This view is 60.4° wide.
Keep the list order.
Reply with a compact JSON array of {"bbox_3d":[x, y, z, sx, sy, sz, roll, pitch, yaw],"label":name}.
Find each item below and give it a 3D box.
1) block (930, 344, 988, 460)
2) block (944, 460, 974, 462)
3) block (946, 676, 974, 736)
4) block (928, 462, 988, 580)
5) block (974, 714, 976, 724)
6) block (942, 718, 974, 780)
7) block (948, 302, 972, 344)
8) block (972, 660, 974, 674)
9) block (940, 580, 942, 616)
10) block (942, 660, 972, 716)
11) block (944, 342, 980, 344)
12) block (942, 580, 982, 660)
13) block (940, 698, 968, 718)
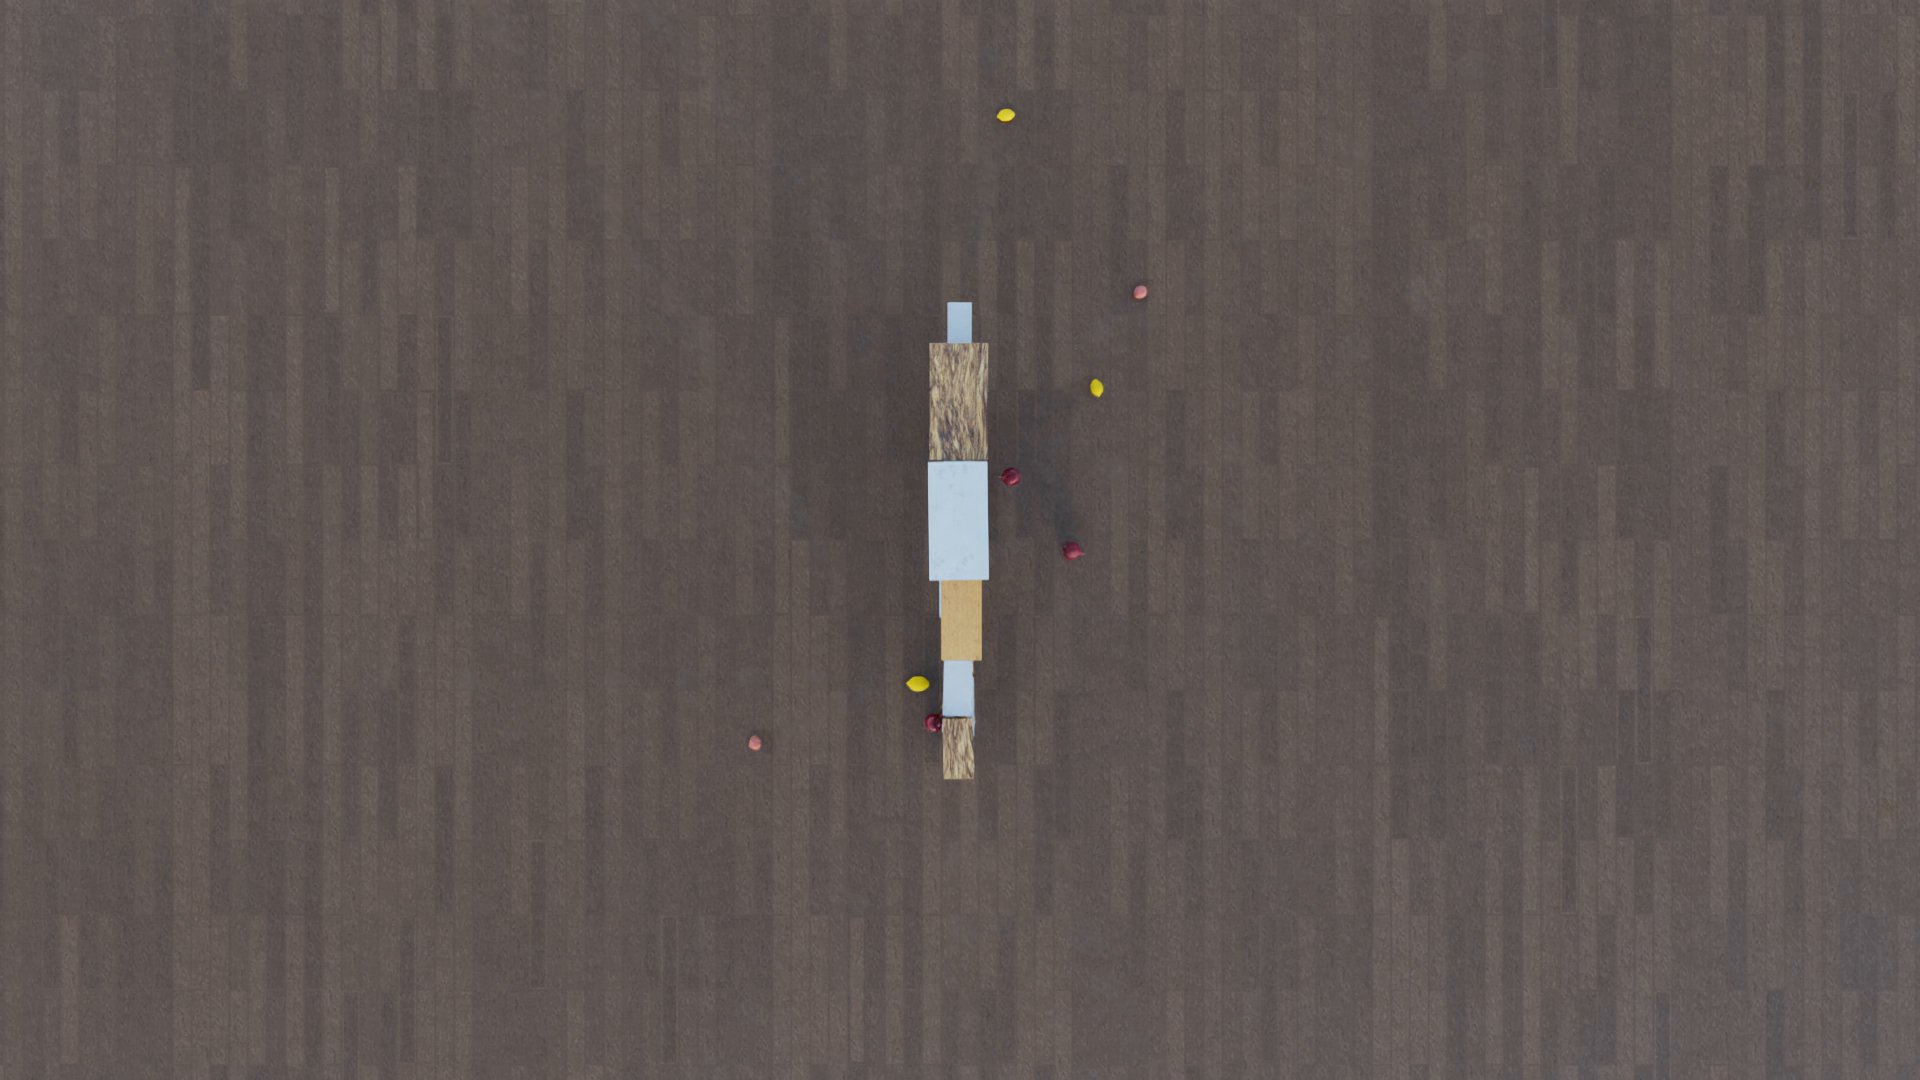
[{"bbox_3d":[-0.003,-0.406,4.861,0.171,0.048,0.342,0,90,0],"label":"block"},{"bbox_3d":[-0.003,-0.287,5.299,0.094,0.027,0.188,1,90,0],"label":"block"},{"bbox_3d":[-0.001,0.534,5.299,0.094,0.027,0.187,0,90,0],"label":"block"},{"bbox_3d":[-0.005,-0.056,4.830,0.172,0.049,0.345,-1,90,0],"label":"block"},{"bbox_3d":[0.002,0.588,5.406,0.094,0.187,0.027,9,90,0],"label":"block"},{"bbox_3d":[-0.005,0.643,5.088,0.093,0.026,0.185,-1,90,0],"label":"block"},{"bbox_3d":[-0.001,-0.656,5.071,0.073,0.021,0.147,0,90,0],"label":"block"},{"bbox_3d":[-0.003,0.340,5.302,0.092,0.026,0.184,0,90,0],"label":"block"},{"bbox_3d":[0.001,0.111,5.218,0.132,0.037,0.264,0,90,0],"label":"block"},{"bbox_3d":[-0.008,0.456,5.100,0.087,0.025,0.174,2,90,0],"label":"block"},{"bbox_3d":[0.002,-0.505,5.245,0.119,0.034,0.239,0,90,0],"label":"block"},{"bbox_3d":[0.004,0.239,4.942,0.120,0.034,0.240,0,90,0],"label":"block"},{"bbox_3d":[-0.020,0.534,5.199,0.087,0.174,0.025,33,89,0],"label":"block"}]
